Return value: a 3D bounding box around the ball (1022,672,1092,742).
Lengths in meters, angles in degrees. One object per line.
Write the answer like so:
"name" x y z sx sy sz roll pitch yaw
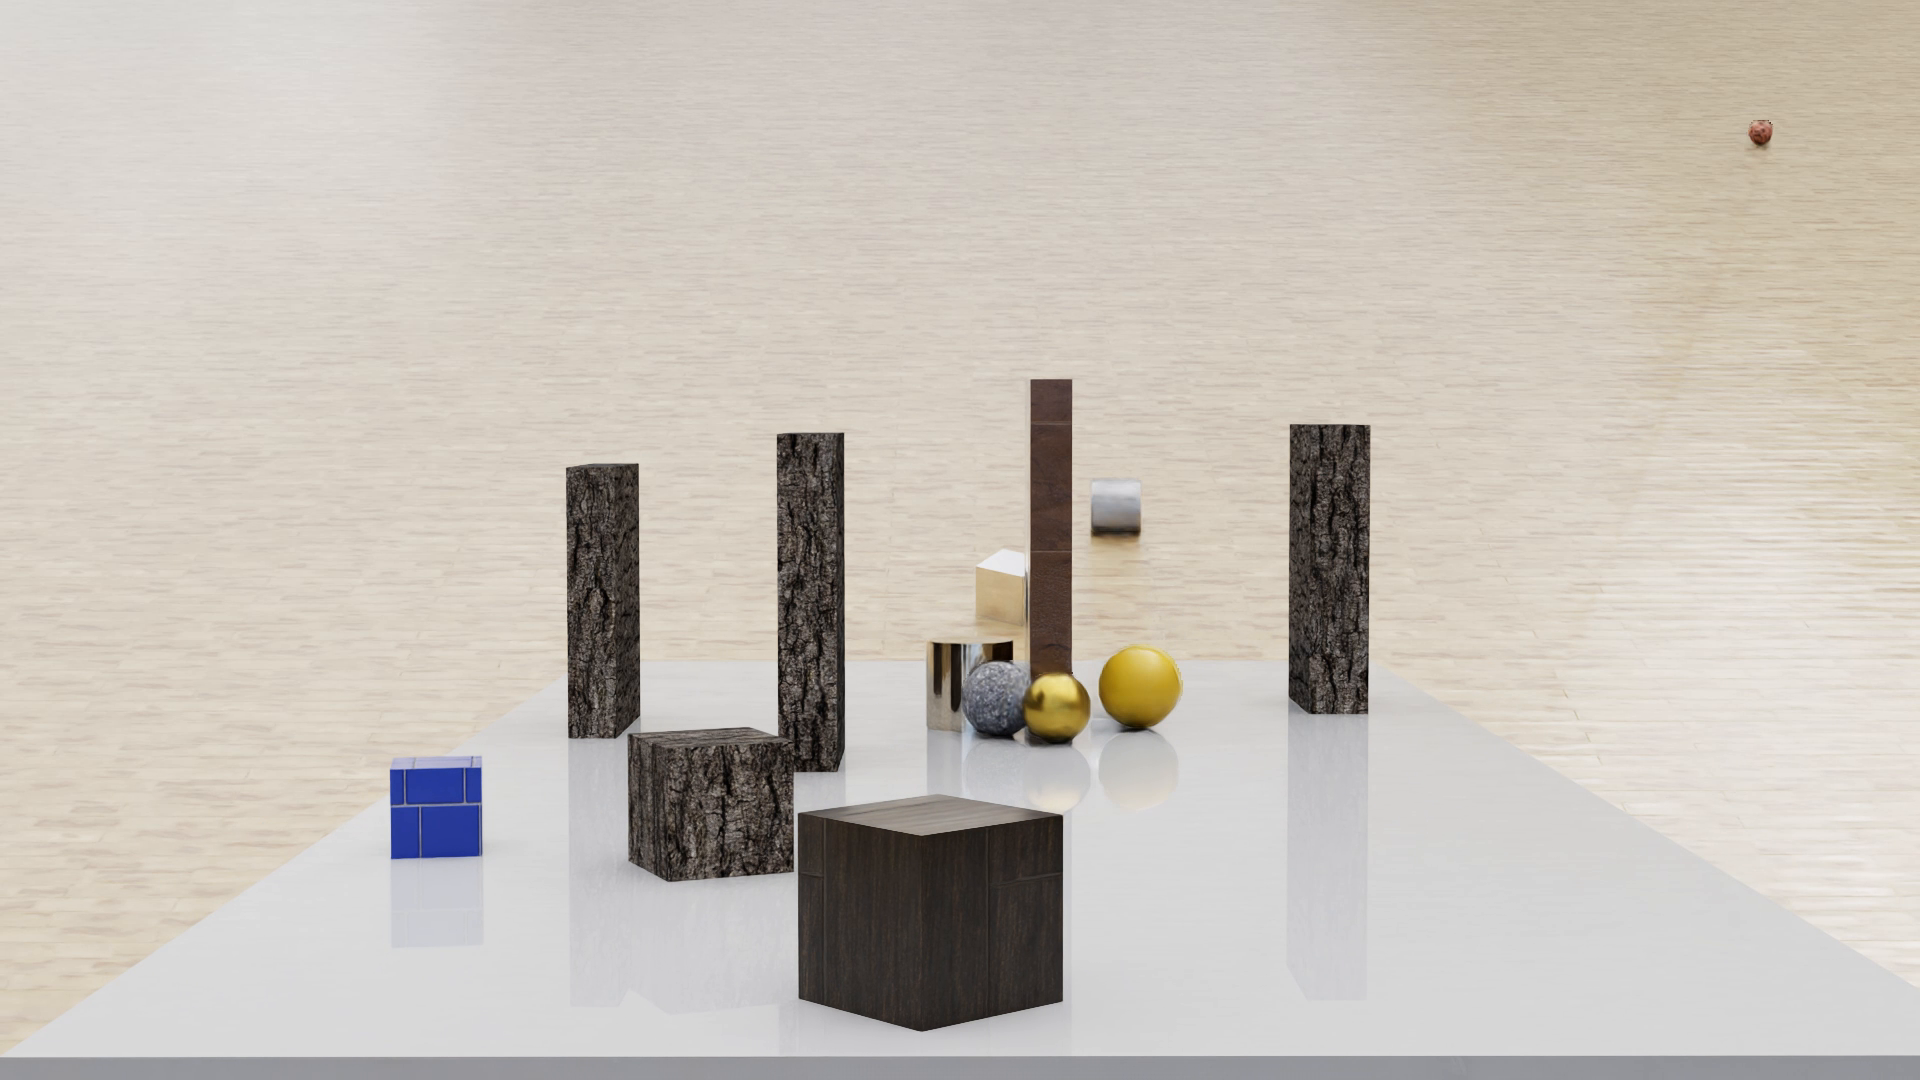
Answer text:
"ball" 0.185 0.321 4.918 0.134 0.134 0.134 0 22 0

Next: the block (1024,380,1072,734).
"block" 0.178 0.023 5.240 0.082 0.696 0.404 0 3 0

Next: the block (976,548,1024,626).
"block" 0.143 0.130 7.029 0.146 0.146 0.146 13 25 29

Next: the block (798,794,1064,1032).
"block" -0.032 0.395 2.768 0.202 0.202 0.202 -3 4 -42

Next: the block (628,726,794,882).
"block" -0.349 0.365 3.582 0.181 0.181 0.181 -1 3 -24

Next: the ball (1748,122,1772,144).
"ball" 3.816 -1.939 12.253 0.107 0.107 0.107 0 22 0

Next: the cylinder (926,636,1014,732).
"cylinder" 0.020 0.288 5.168 0.175 0.175 0.175 0 3 0

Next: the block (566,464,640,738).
"block" -0.714 0.113 5.164 0.094 0.526 0.384 0 3 0

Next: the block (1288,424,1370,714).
"block" 0.792 0.054 5.530 0.124 0.604 0.336 0 3 0

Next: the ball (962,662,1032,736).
"ball" 0.077 0.310 5.012 0.146 0.146 0.146 0 22 0

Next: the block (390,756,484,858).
"block" -0.756 0.385 3.719 0.128 0.128 0.128 -1 3 -10

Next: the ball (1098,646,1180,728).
"ball" 0.358 0.295 5.140 0.164 0.164 0.164 0 22 0

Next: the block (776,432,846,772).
"block" -0.268 0.103 4.672 0.104 0.594 0.335 0 3 0

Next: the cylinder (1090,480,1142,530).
"cylinder" 0.461 -0.101 7.602 0.146 0.146 0.146 1 22 2

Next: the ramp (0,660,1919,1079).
"ramp" 0.051 0.457 4.533 2.000 0.100 4.000 0 3 0
